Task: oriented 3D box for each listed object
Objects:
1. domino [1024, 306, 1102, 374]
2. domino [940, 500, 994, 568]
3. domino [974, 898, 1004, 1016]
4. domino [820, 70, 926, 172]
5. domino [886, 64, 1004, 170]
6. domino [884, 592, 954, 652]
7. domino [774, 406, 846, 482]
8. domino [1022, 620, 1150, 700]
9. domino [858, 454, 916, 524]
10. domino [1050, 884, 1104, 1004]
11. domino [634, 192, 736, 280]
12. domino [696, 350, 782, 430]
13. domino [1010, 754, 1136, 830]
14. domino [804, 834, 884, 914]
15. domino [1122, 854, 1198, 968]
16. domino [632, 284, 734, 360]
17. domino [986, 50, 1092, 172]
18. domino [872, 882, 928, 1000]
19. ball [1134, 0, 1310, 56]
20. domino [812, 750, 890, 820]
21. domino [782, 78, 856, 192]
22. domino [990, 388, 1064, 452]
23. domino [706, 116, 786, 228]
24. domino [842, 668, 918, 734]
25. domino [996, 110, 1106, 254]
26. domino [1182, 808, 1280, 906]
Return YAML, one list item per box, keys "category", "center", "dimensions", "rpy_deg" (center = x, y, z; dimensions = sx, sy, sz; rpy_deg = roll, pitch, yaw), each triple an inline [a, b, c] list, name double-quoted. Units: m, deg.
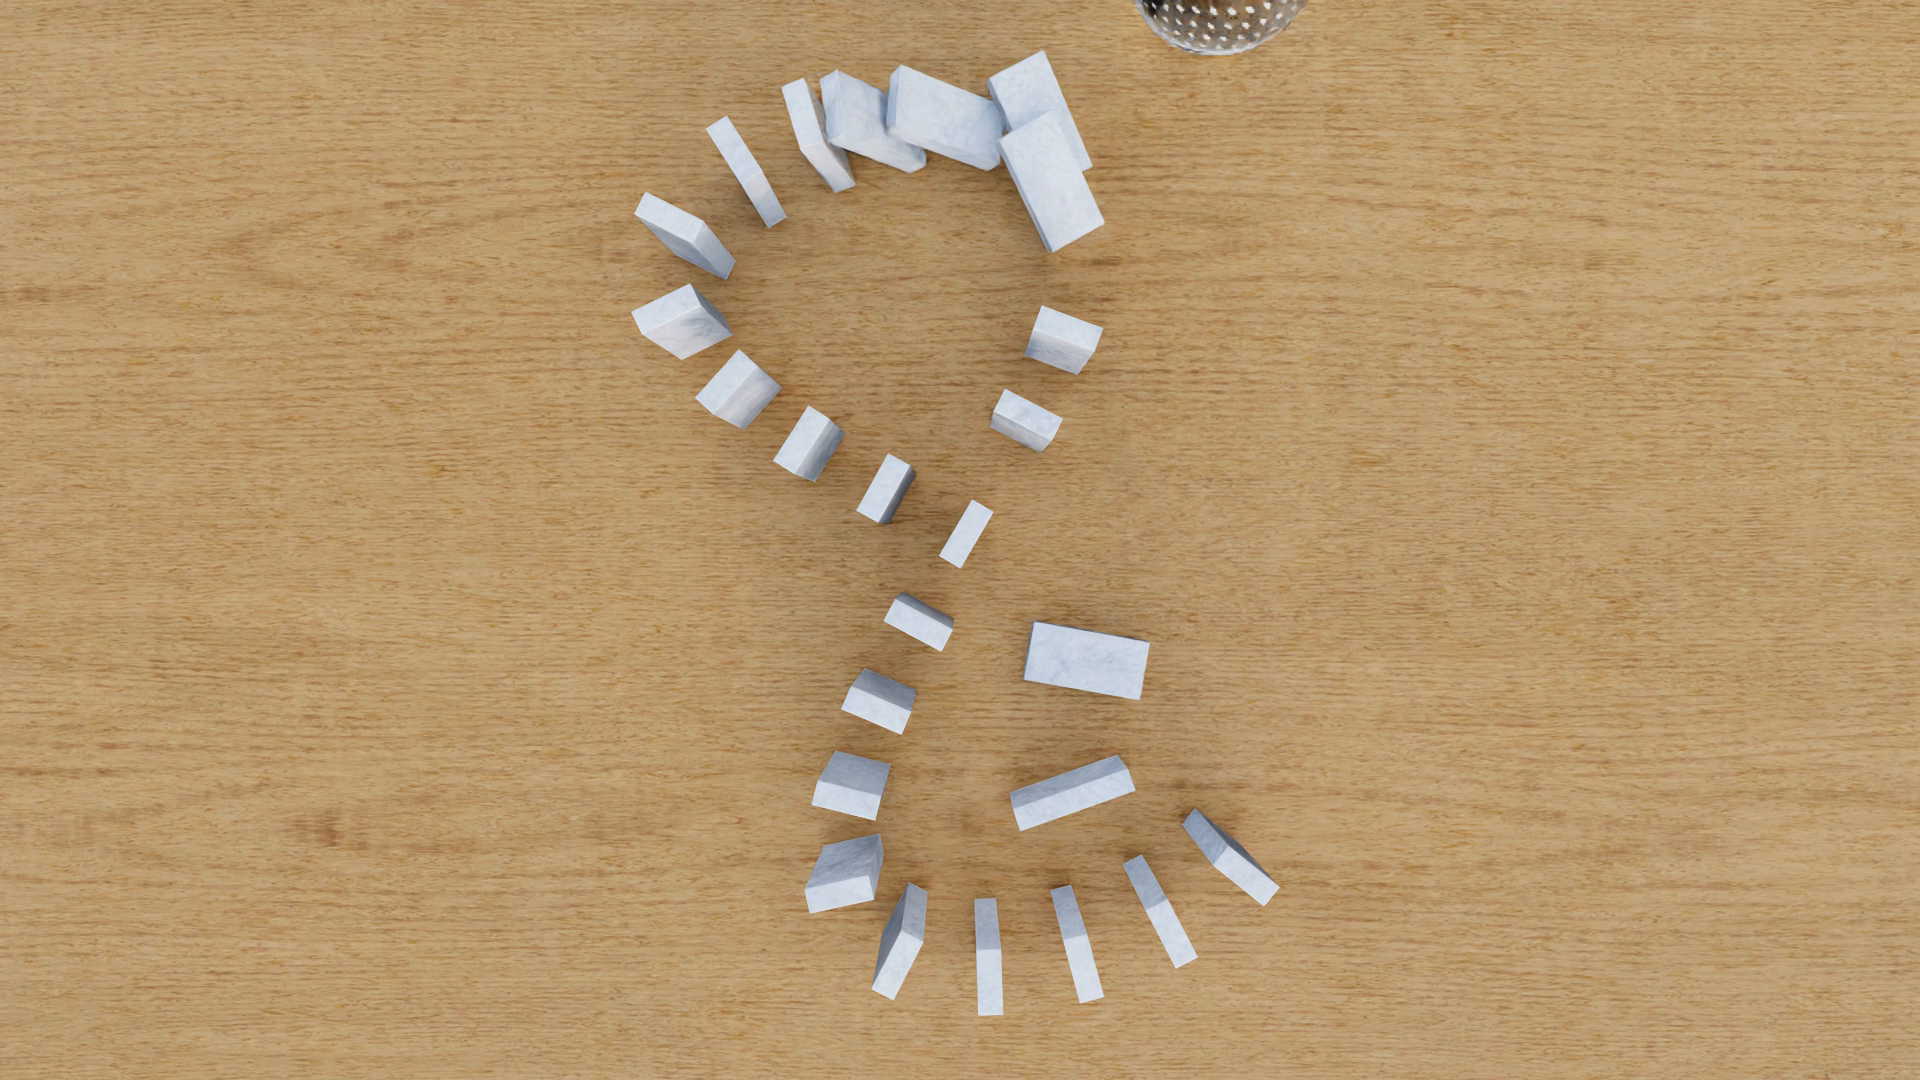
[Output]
- category: "domino"
  center: [0.041, -0.081, 0.375]
  dimensions: [0.025, 0.050, 0.009]
  rpy_deg: [20, 90, 0]
- category: "domino"
  center: [0.002, -0.002, 0.375]
  dimensions: [0.009, 0.050, 0.025]
  rpy_deg: [30, 90, 0]
- category: "domino"
  center: [0.011, 0.169, 0.375]
  dimensions: [0.009, 0.050, 0.025]
  rpy_deg: [-2, 90, 0]
- category: "domino"
  center: [-0.035, -0.171, 0.377]
  dimensions: [0.010, 0.050, 0.025]
  rpy_deg: [-8, 90, 37]
- category: "domino"
  center: [-0.006, -0.175, 0.383]
  dimensions: [0.050, 0.010, 0.025]
  rpy_deg: [7, 87, -30]
- category: "domino"
  center: [-0.016, 0.033, 0.375]
  dimensions: [0.025, 0.050, 0.009]
  rpy_deg: [28, 90, 0]
- category: "domino"
  center: [-0.061, -0.038, 0.375]
  dimensions: [0.010, 0.050, 0.025]
  rpy_deg: [33, 90, 0]
- category: "domino"
  center: [0.054, 0.052, 0.395]
  dimensions: [0.050, 0.010, 0.025]
  rpy_deg: [10, 90, 0]
- category: "domino"
  center: [-0.029, -0.020, 0.375]
  dimensions: [0.010, 0.050, 0.025]
  rpy_deg: [29, 90, 0]
- category: "domino"
  center: [0.047, 0.164, 0.375]
  dimensions: [0.009, 0.050, 0.025]
  rpy_deg: [-15, 90, 0]
- category: "domino"
  center: [-0.111, -0.123, 0.375]
  dimensions: [0.025, 0.050, 0.009]
  rpy_deg: [27, 90, 0]
- category: "domino"
  center: [-0.089, -0.060, 0.375]
  dimensions: [0.009, 0.050, 0.025]
  rpy_deg: [42, 90, 0]
- category: "domino"
  center: [0.047, 0.106, 0.388]
  dimensions: [0.050, 0.025, 0.009]
  rpy_deg: [-19, 90, 0]
- category: "domino"
  center: [-0.046, 0.135, 0.375]
  dimensions: [0.025, 0.050, 0.009]
  rpy_deg: [-12, 90, 0]
- category: "domino"
  center: [0.081, 0.150, 0.375]
  dimensions: [0.010, 0.050, 0.025]
  rpy_deg: [-28, 90, 0]
- category: "domino"
  center: [-0.112, -0.088, 0.375]
  dimensions: [0.025, 0.050, 0.010]
  rpy_deg: [-26, 90, 0]
- category: "domino"
  center: [0.034, -0.176, 0.389]
  dimensions: [0.025, 0.010, 0.050]
  rpy_deg: [-27, 105, 0]
- category: "domino"
  center: [-0.024, 0.163, 0.375]
  dimensions: [0.010, 0.050, 0.025]
  rpy_deg: [27, 90, 0]
- category: "ball"
  center: [0.105, -0.235, 0.360]
  dimensions: [0.080, 0.080, 0.080]
  rpy_deg: [0, 90, 0]
- category: "domino"
  center: [-0.043, 0.100, 0.375]
  dimensions: [0.025, 0.050, 0.010]
  rpy_deg: [14, 90, 0]
- category: "domino"
  center: [-0.057, -0.164, 0.375]
  dimensions: [0.010, 0.050, 0.025]
  rpy_deg: [-17, 90, 8]
- category: "domino"
  center: [0.026, -0.048, 0.375]
  dimensions: [0.025, 0.050, 0.010]
  rpy_deg: [27, 90, 0]
- category: "domino"
  center: [-0.086, -0.149, 0.375]
  dimensions: [0.010, 0.050, 0.025]
  rpy_deg: [-33, 90, 0]
- category: "domino"
  center: [-0.032, 0.065, 0.375]
  dimensions: [0.025, 0.050, 0.010]
  rpy_deg: [23, 90, 0]
- category: "domino"
  center: [0.038, -0.150, 0.386]
  dimensions: [0.025, 0.010, 0.050]
  rpy_deg: [-29, 105, 0]
- category: "domino"
  center: [0.109, 0.128, 0.375]
  dimensions: [0.025, 0.050, 0.010]
  rpy_deg: [39, 90, 0]
